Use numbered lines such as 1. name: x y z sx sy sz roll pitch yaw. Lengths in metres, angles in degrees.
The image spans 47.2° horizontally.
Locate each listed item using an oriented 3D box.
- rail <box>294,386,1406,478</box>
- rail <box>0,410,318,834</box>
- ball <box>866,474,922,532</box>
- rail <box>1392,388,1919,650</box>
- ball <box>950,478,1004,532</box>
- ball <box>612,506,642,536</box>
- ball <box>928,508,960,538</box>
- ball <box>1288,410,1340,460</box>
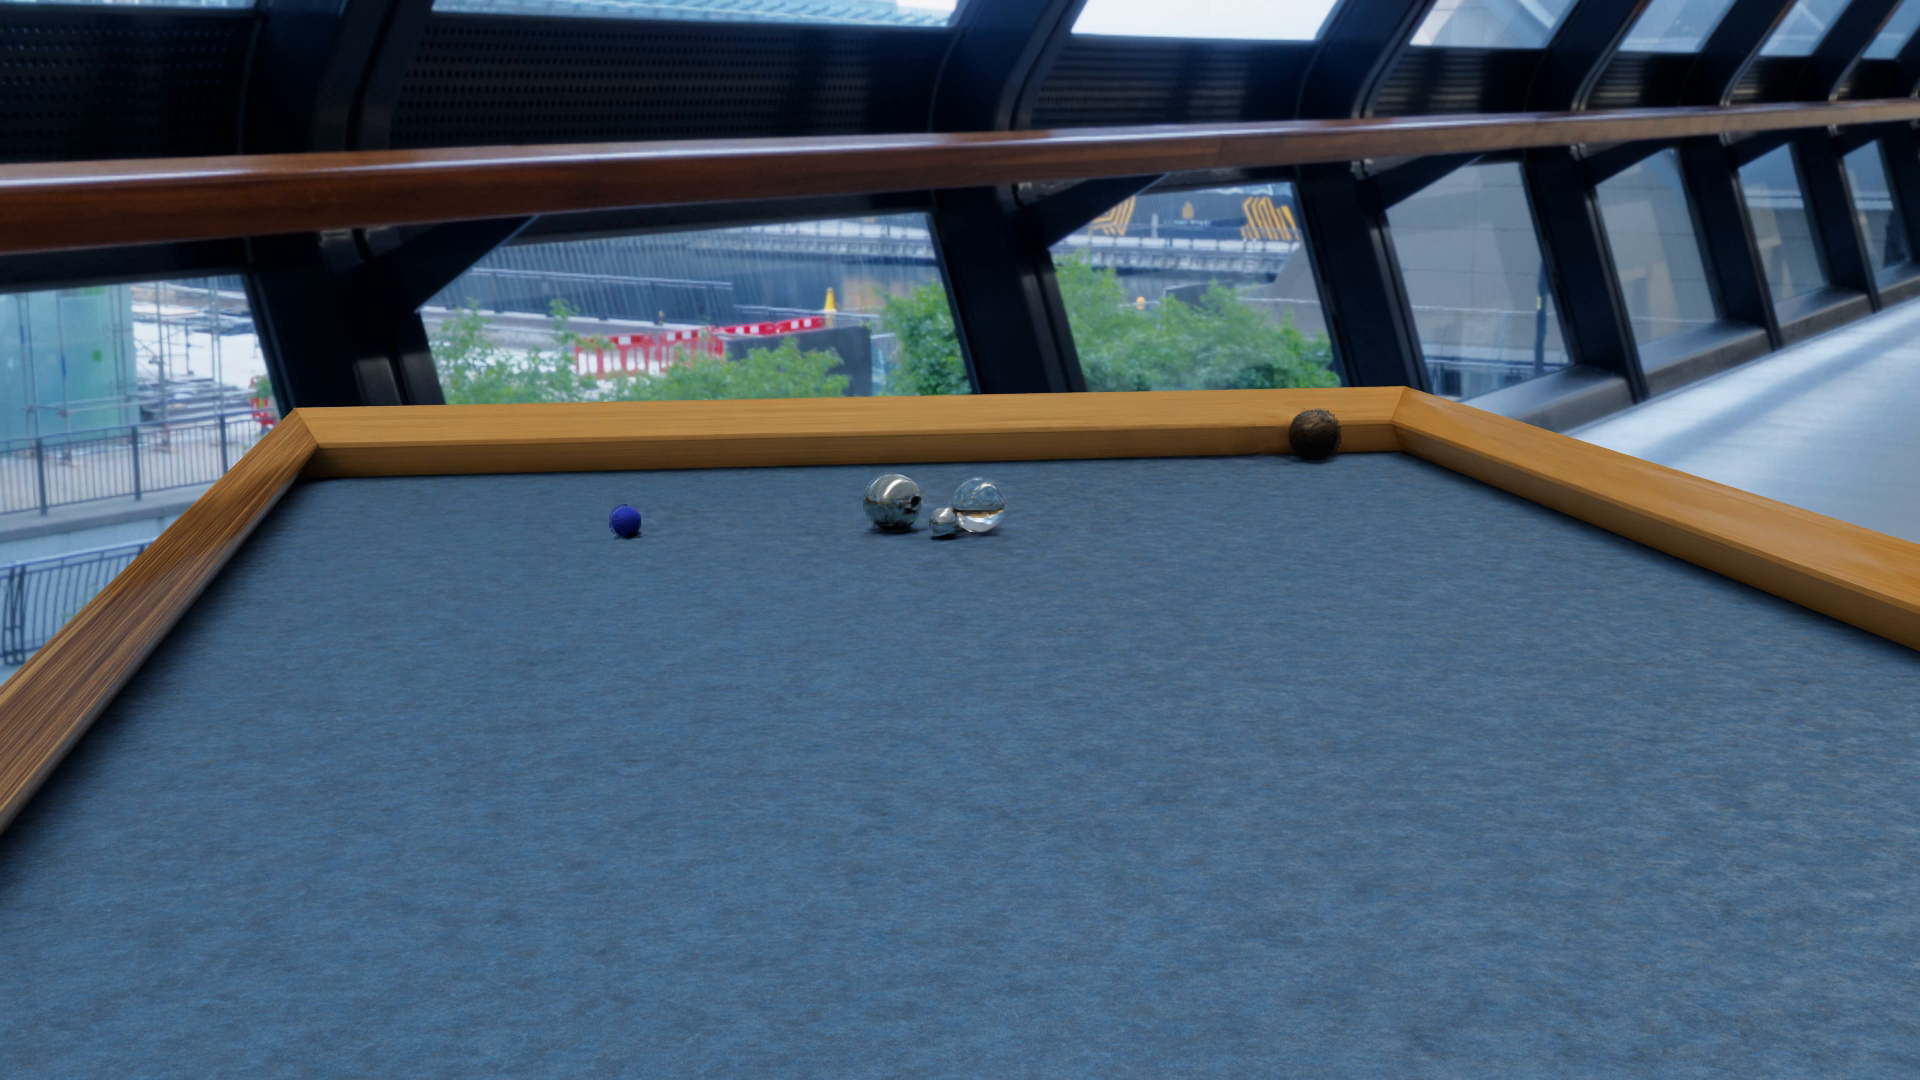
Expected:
1. rail: -0.165 -0.209 4.240 2.162 0.129 0.045 -2 11 -9
2. rail: -0.874 0.184 2.113 0.045 0.129 4.080 -2 11 -9
3. ball: -0.107 -0.061 3.546 0.092 0.092 0.092 0 10 0
4. rail: 1.212 0.121 2.457 0.045 0.129 4.080 -2 11 -9
5. ball: 0.028 -0.055 3.528 0.087 0.087 0.087 0 10 0
6. ball: -0.530 -0.030 3.497 0.048 0.048 0.048 0 10 0
7. ball: -0.025 -0.027 3.484 0.049 0.049 0.049 0 10 0
8. ball: 0.694 -0.207 4.315 0.099 0.099 0.099 0 10 0
